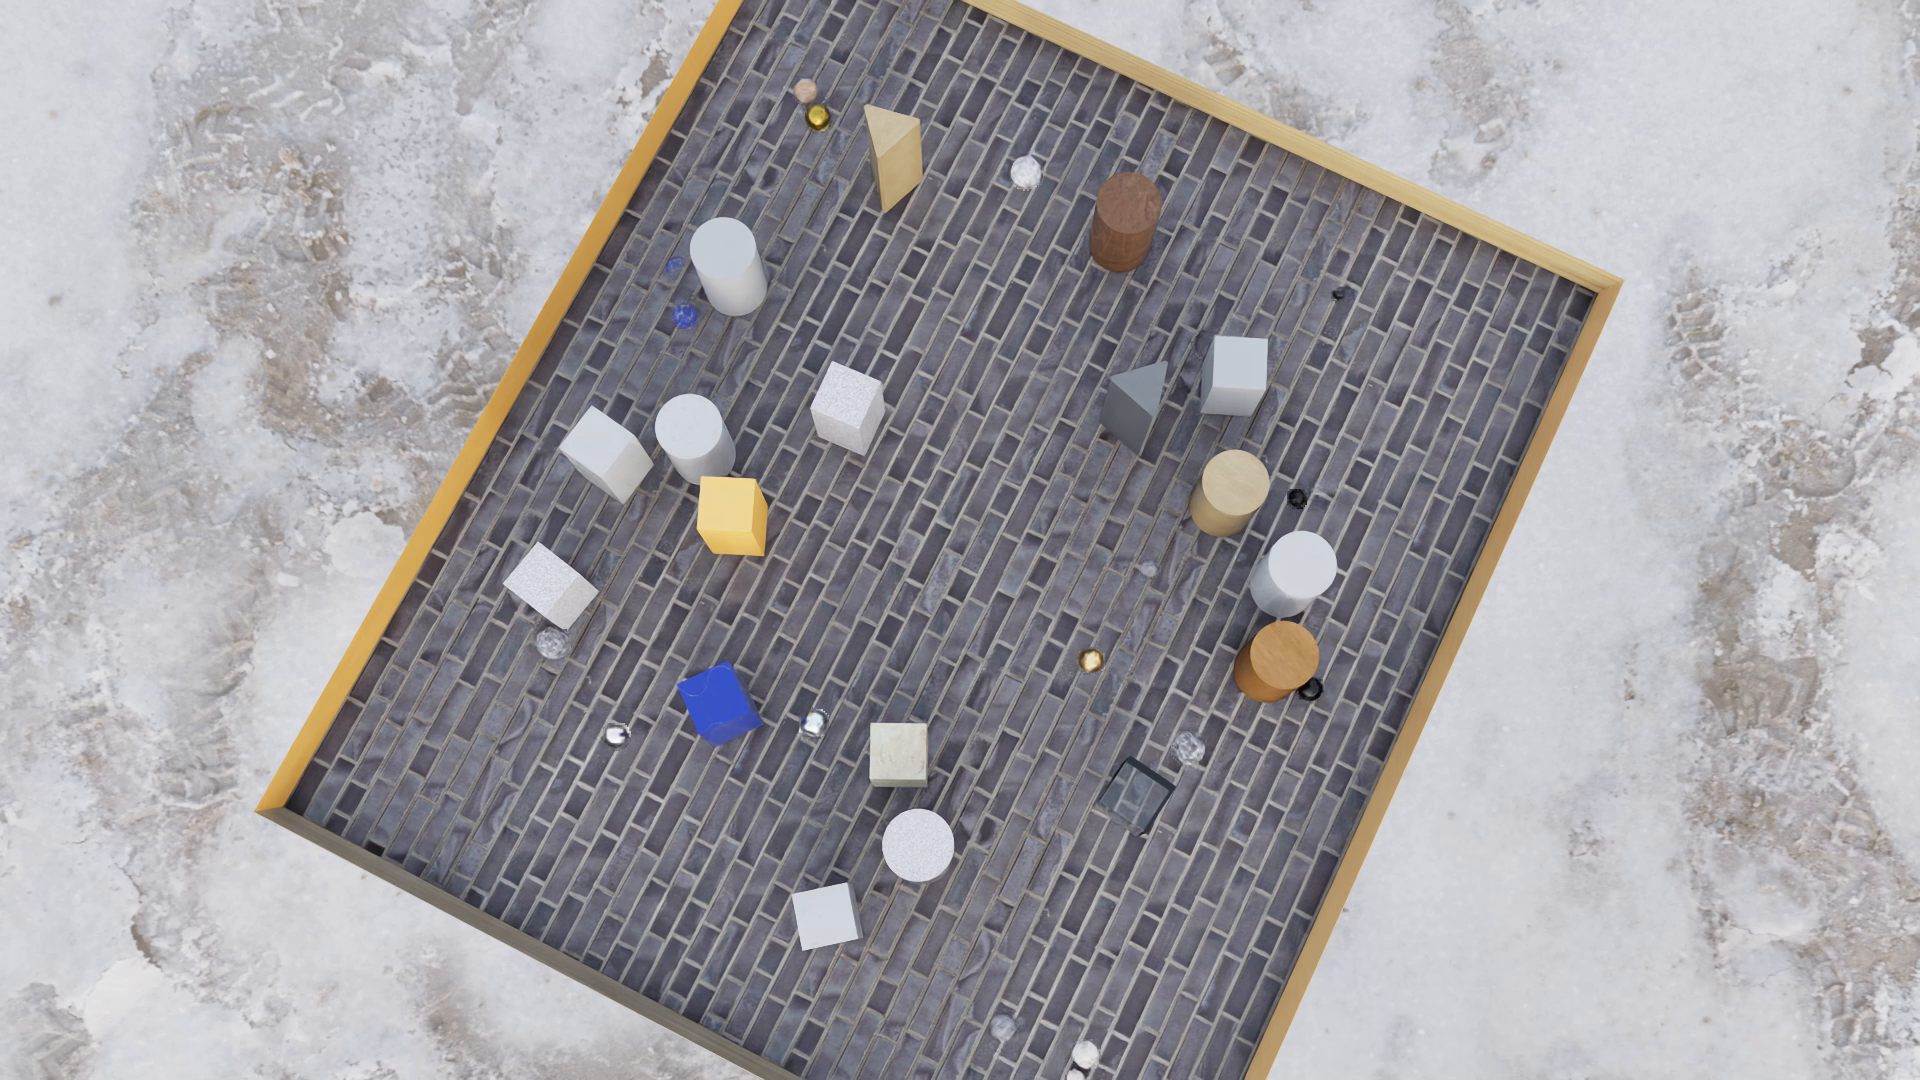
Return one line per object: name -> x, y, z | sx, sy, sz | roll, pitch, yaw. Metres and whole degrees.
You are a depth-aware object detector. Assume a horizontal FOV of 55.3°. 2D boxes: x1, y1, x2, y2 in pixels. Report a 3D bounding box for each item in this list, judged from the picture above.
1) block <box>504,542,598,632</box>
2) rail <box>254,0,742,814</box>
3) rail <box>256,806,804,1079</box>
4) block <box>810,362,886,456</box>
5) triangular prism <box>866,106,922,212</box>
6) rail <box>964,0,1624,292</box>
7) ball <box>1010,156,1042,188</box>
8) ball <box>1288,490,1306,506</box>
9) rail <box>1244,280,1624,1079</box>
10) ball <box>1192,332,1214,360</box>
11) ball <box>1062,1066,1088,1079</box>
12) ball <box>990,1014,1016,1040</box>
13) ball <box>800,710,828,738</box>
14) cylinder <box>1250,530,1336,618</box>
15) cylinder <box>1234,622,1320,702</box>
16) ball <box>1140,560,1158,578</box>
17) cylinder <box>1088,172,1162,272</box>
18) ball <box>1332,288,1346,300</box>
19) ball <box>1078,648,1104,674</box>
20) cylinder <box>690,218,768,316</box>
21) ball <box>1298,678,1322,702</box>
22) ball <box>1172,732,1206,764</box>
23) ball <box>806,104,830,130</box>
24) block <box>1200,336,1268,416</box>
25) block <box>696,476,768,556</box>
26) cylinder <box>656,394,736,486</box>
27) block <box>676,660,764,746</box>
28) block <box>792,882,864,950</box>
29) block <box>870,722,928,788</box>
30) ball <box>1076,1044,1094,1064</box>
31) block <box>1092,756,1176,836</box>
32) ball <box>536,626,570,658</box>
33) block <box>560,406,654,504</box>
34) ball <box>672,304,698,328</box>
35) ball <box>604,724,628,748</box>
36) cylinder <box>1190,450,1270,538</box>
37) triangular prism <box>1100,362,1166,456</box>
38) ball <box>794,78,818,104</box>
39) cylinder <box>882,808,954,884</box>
block -> -1.210, 0.142, 5.438 | 0.157, 0.291, 0.157 | 37, 81, 7
rail -> -1.295, -0.627, 5.680 | 0.045, 0.128, 3.292 | 26, 80, 5
rail -> -0.725, 1.428, 5.255 | 2.944, 0.128, 0.045 | 26, 80, 5
block -> -0.335, -0.393, 5.532 | 0.157, 0.325, 0.157 | 23, 79, 5
triangular prism -> -0.231, -1.195, 5.642 | 0.170, 0.434, 0.147 | -43, 81, -8
rail -> 0.725, -1.414, 5.843 | 2.944, 0.128, 0.045 | 26, 80, 5
ball -> 0.209, -1.166, 5.808 | 0.098, 0.098, 0.098 | 0, 78, 0
ball -> 1.032, -0.128, 5.616 | 0.052, 0.052, 0.052 | 0, 78, 0
rail -> 1.295, 0.641, 5.418 | 0.045, 0.128, 3.292 | 26, 80, 5
ball -> 0.762, -0.602, 5.676 | 0.084, 0.084, 0.084 | 0, 78, 0
ball -> 0.333, 1.550, 5.269 | 0.076, 0.076, 0.076 | 0, 78, 0
ball -> 0.124, 1.405, 5.286 | 0.077, 0.077, 0.077 | 0, 78, 0
ball -> -0.436, 0.546, 5.462 | 0.082, 0.082, 0.082 | 0, 78, 0
cylinder -> 0.982, 0.105, 5.418 | 0.196, 0.346, 0.196 | 0, 78, 0
cylinder -> 0.924, 0.361, 5.374 | 0.196, 0.329, 0.196 | 0, 78, 0
ball -> 0.576, 0.089, 5.572 | 0.052, 0.052, 0.052 | 0, 78, 0
cylinder -> 0.506, -0.975, 5.647 | 0.196, 0.335, 0.196 | 0, 78, 0
ball -> 1.190, -0.774, 5.756 | 0.041, 0.041, 0.041 | 0, 78, 0
ball -> 0.394, 0.363, 5.504 | 0.073, 0.073, 0.073 | 0, 78, 0
cylinder -> -0.706, -0.834, 5.618 | 0.196, 0.336, 0.196 | 0, 78, 0
ball -> 1.048, 0.446, 5.487 | 0.074, 0.074, 0.074 | 0, 78, 0
ball -> 0.680, 0.618, 5.440 | 0.096, 0.096, 0.096 | 0, 78, 0
ball -> -0.454, -1.351, 5.855 | 0.081, 0.081, 0.081 | 0, 78, 0
block -> 0.830, -0.496, 5.569 | 0.157, 0.293, 0.157 | 4, 78, 1
block -> -0.673, -0.068, 5.449 | 0.157, 0.355, 0.157 | 3, 78, 1
cylinder -> -0.791, -0.298, 5.508 | 0.196, 0.333, 0.196 | 0, 78, 0
block -> -0.693, 0.480, 5.330 | 0.157, 0.367, 0.157 | -25, 79, -5
block -> -0.376, 1.077, 5.242 | 0.157, 0.298, 0.157 | -12, 79, -2
block -> -0.175, 0.628, 5.324 | 0.157, 0.318, 0.157 | 1, 78, 0
ball -> 0.361, 1.479, 5.272 | 0.053, 0.053, 0.053 | 0, 78, 0
block -> 0.504, 0.746, 5.322 | 0.157, 0.275, 0.157 | 34, 80, 7
ball -> -1.222, 0.308, 5.495 | 0.098, 0.098, 0.098 | 0, 78, 0
block -> -1.055, -0.251, 5.490 | 0.157, 0.349, 0.157 | 35, 80, 7
ball -> -0.860, -0.702, 5.723 | 0.076, 0.076, 0.076 | 0, 78, 0
ball -> -1.024, 0.583, 5.459 | 0.072, 0.072, 0.072 | 0, 78, 0
cylinder -> 0.803, -0.136, 5.486 | 0.196, 0.311, 0.196 | 0, 78, 0
triangular prism -> 0.544, -0.414, 5.471 | 0.170, 0.454, 0.147 | 43, 81, 8
ball -> -0.493, -1.440, 5.876 | 0.077, 0.077, 0.077 | 0, 78, 0
cylinder -> -0.114, 0.876, 5.213 | 0.196, 0.435, 0.196 | 0, 78, 0
